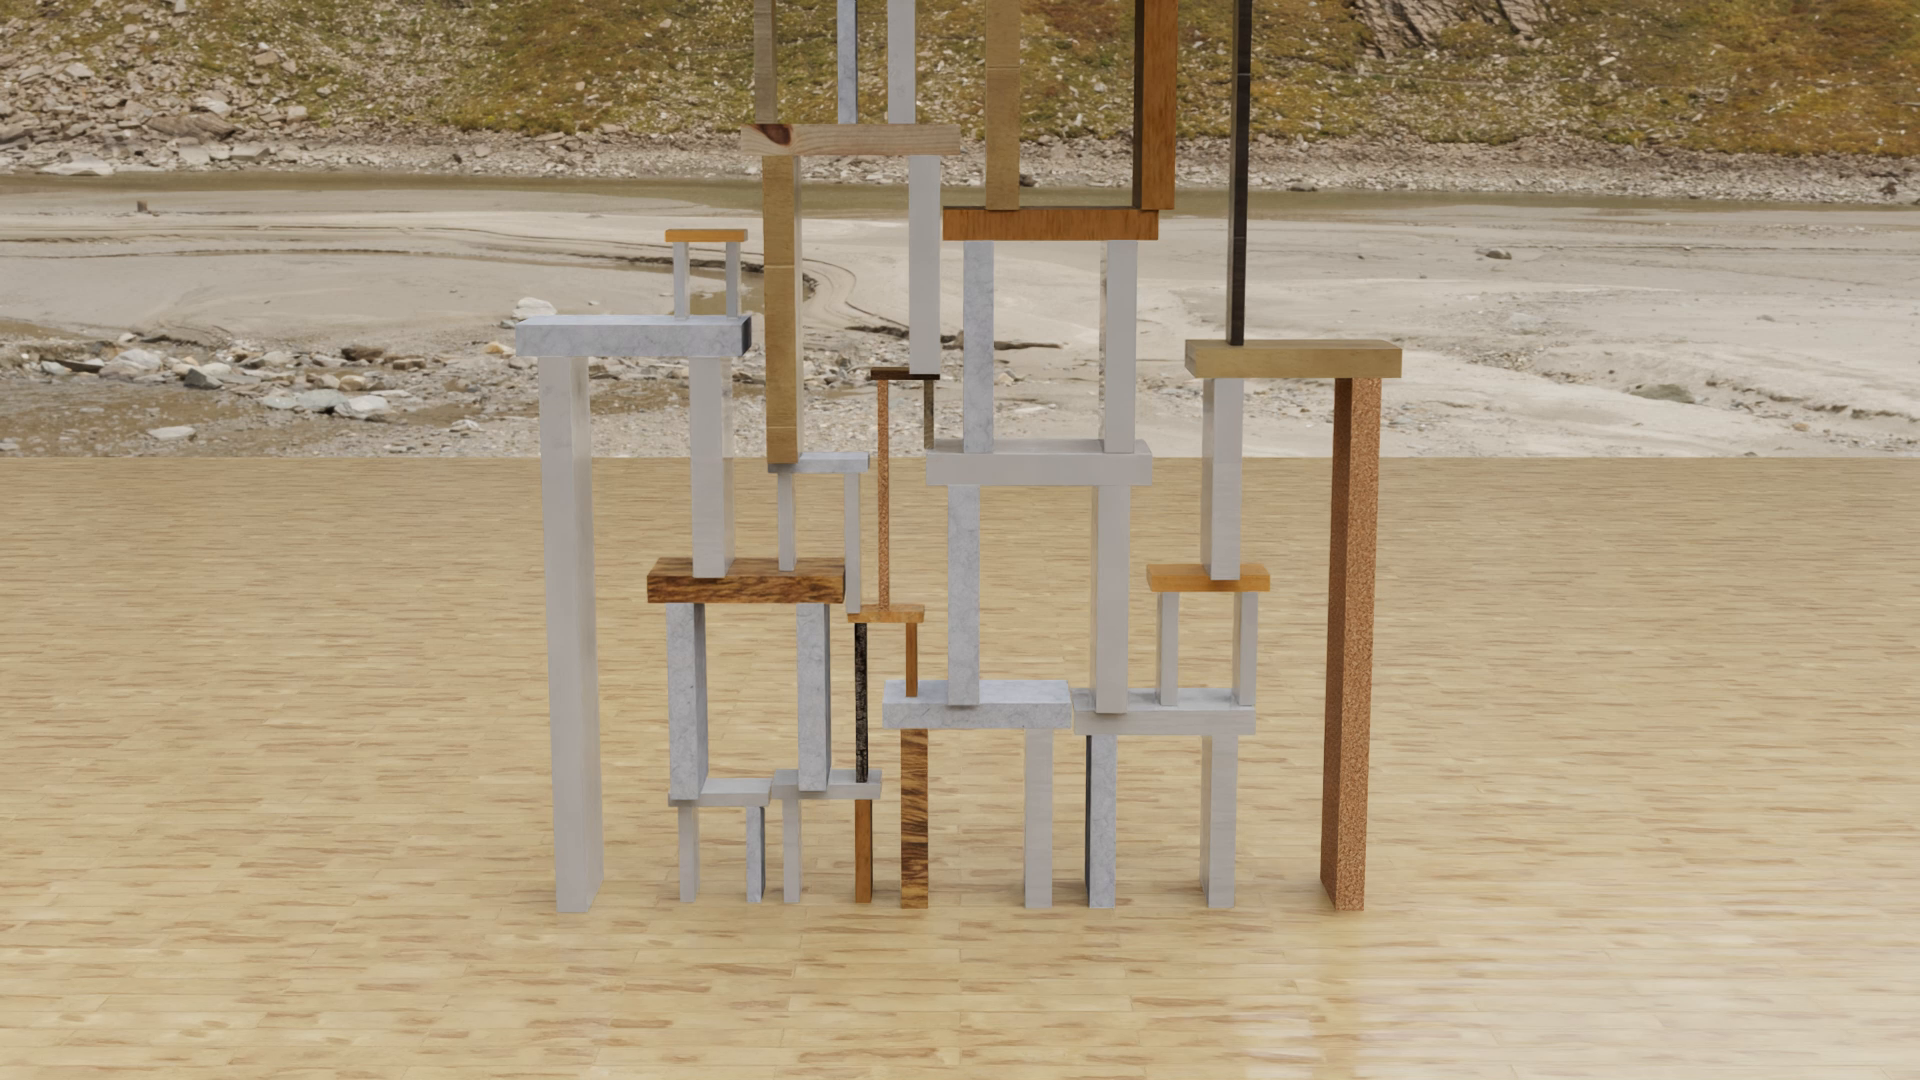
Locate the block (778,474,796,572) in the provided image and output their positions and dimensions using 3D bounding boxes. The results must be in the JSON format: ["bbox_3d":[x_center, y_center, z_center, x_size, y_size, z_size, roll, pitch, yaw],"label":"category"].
[{"bbox_3d":[-0.279,-0.035,3.549,0.023,0.159,0.080,0,11,0],"label":"block"}]

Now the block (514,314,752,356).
[{"bbox_3d":[-0.514,-0.325,3.494,0.350,0.050,0.175,0,11,0],"label":"block"}]

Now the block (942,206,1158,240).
[{"bbox_3d":[0.139,-0.500,3.466,0.332,0.047,0.166,0,11,0],"label":"block"}]

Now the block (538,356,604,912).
[{"bbox_3d":[-0.631,0.145,3.582,0.050,0.907,0.175,0,11,0],"label":"block"}]

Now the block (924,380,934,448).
[{"bbox_3d":[-0.050,-0.204,3.519,0.016,0.110,0.055,0,11,0],"label":"block"}]

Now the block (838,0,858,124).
[{"bbox_3d":[-0.175,-0.745,3.421,0.027,0.192,0.096,0,11,0],"label":"block"}]

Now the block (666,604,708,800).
[{"bbox_3d":[-0.446,0.246,3.601,0.044,0.325,0.155,0,11,0],"label":"block"}]

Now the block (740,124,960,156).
[{"bbox_3d":[-0.167,-0.627,3.443,0.336,0.048,0.168,0,11,0],"label":"block"}]

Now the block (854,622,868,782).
[{"bbox_3d":[-0.162,0.260,3.604,0.017,0.268,0.062,0,11,-1],"label":"block"}]

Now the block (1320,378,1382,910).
[{"bbox_3d":[0.636,0.162,3.588,0.046,0.872,0.161,0,11,0],"label":"block"}]

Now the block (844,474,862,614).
[{"bbox_3d":[-0.173,-0.001,3.555,0.023,0.228,0.080,0,11,0],"label":"block"}]

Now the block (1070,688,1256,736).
[{"bbox_3d":[0.331,0.281,3.616,0.292,0.041,0.146,0,11,0],"label":"block"}]

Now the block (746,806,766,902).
[{"bbox_3d":[-0.339,0.509,3.652,0.023,0.165,0.082,0,11,0],"label":"block"}]

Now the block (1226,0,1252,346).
[{"bbox_3d":[0.438,-0.689,3.433,0.020,0.765,0.071,0,11,0],"label":"block"}]

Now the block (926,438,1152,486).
[{"bbox_3d":[0.124,-0.126,3.539,0.355,0.050,0.178,0,11,0],"label":"block"}]

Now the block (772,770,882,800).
[{"bbox_3d":[-0.219,0.403,3.634,0.177,0.025,0.089,0,11,0],"label":"block"}]

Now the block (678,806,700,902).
[{"bbox_3d":[-0.450,0.509,3.653,0.023,0.165,0.082,0,11,0],"label":"block"}]

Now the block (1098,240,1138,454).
[{"bbox_3d":[0.250,-0.314,3.500,0.047,0.332,0.166,0,11,0],"label":"block"}]

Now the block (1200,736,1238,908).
[{"bbox_3d":[0.428,0.445,3.647,0.041,0.292,0.146,0,11,0],"label":"block"}]

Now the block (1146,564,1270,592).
[{"bbox_3d":[0.402,0.061,3.575,0.190,0.027,0.095,0,11,0],"label":"block"}]

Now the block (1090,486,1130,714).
[{"bbox_3d":[0.243,0.080,3.577,0.050,0.369,0.178,0,11,0],"label":"block"}]

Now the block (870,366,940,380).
[{"bbox_3d":[-0.086,-0.266,3.508,0.110,0.016,0.055,0,11,0],"label":"block"}]

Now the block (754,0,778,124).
[{"bbox_3d":[-0.302,-0.745,3.420,0.027,0.192,0.096,0,11,0],"label":"block"}]

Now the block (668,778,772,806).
[{"bbox_3d":[-0.395,0.417,3.634,0.165,0.023,0.082,0,11,0],"label":"block"}]

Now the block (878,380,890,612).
[{"bbox_3d":[-0.123,-0.074,3.545,0.016,0.375,0.055,0,11,-1],"label":"block"}]

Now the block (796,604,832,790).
[{"bbox_3d":[-0.239,0.239,3.601,0.044,0.311,0.155,0,10,0],"label":"block"}]

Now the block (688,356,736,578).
[{"bbox_3d":[-0.397,-0.129,3.531,0.050,0.350,0.175,0,11,0],"label":"block"}]

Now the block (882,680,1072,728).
[{"bbox_3d":[0.027,0.269,3.613,0.304,0.043,0.152,0,11,0],"label":"block"}]

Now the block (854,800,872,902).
[{"bbox_3d":[-0.159,0.503,3.652,0.025,0.177,0.089,0,11,0],"label":"block"}]

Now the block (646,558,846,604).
[{"bbox_3d":[-0.342,0.065,3.569,0.310,0.044,0.155,0,11,0],"label":"block"}]

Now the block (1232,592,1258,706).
[{"bbox_3d":[0.466,0.167,3.595,0.027,0.190,0.095,0,11,0],"label":"block"}]

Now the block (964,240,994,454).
[{"bbox_3d":[0.029,-0.314,3.500,0.047,0.332,0.166,0,11,0],"label":"block"}]

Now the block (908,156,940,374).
[{"bbox_3d":[-0.055,-0.439,3.478,0.048,0.336,0.168,0,11,0],"label":"block"}]

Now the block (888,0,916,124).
[{"bbox_3d":[-0.090,-0.930,3.385,0.041,0.568,0.145,0,11,0],"label":"block"}]

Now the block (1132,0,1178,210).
[{"bbox_3d":[0.304,-0.699,3.430,0.051,0.357,0.179,0,11,0],"label":"block"}]

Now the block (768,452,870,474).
[{"bbox_3d":[-0.226,-0.125,3.532,0.159,0.023,0.080,0,11,0],"label":"block"}]

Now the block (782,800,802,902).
[{"bbox_3d":[-0.278,0.503,3.652,0.025,0.177,0.089,0,11,0],"label":"block"}]

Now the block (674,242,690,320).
[{"bbox_3d":[-0.441,-0.411,3.484,0.017,0.123,0.062,0,11,0],"label":"block"}]

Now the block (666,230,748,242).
[{"bbox_3d":[-0.400,-0.480,3.470,0.123,0.017,0.062,0,11,0],"label":"block"}]

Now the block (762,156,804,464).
[{"bbox_3d":[-0.279,-0.370,3.490,0.048,0.475,0.168,0,11,0],"label":"block"}]

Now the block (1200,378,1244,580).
[{"bbox_3d":[0.420,-0.109,3.537,0.046,0.321,0.161,0,11,0],"label":"block"}]

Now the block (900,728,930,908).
[{"bbox_3d":[-0.074,0.440,3.645,0.043,0.304,0.152,0,11,0],"label":"block"}]

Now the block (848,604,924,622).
[{"bbox_3d":[-0.120,0.119,3.578,0.123,0.017,0.062,0,11,0],"label":"block"}]

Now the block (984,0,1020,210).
[{"bbox_3d":[0.065,-0.699,3.430,0.051,0.357,0.179,0,11,0],"label":"block"}]

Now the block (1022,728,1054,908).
[{"bbox_3d":[0.129,0.440,3.645,0.043,0.304,0.152,0,11,0],"label":"block"}]

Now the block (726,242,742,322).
[{"bbox_3d":[-0.359,-0.411,3.484,0.017,0.123,0.062,0,11,0],"label":"block"}]

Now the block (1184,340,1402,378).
[{"bbox_3d":[0.527,-0.289,3.503,0.321,0.046,0.161,0,11,0],"label":"block"}]

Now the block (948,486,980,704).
[{"bbox_3d":[0.006,0.073,3.576,0.050,0.356,0.178,0,11,0],"label":"block"}]

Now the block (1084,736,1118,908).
[{"bbox_3d":[0.233,0.445,3.647,0.041,0.292,0.146,0,11,0],"label":"block"}]

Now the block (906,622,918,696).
[{"bbox_3d":[-0.079,0.188,3.591,0.017,0.123,0.062,0,10,0],"label":"block"}]

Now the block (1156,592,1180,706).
[{"bbox_3d":[0.339,0.167,3.595,0.027,0.190,0.095,0,11,0],"label":"block"}]
